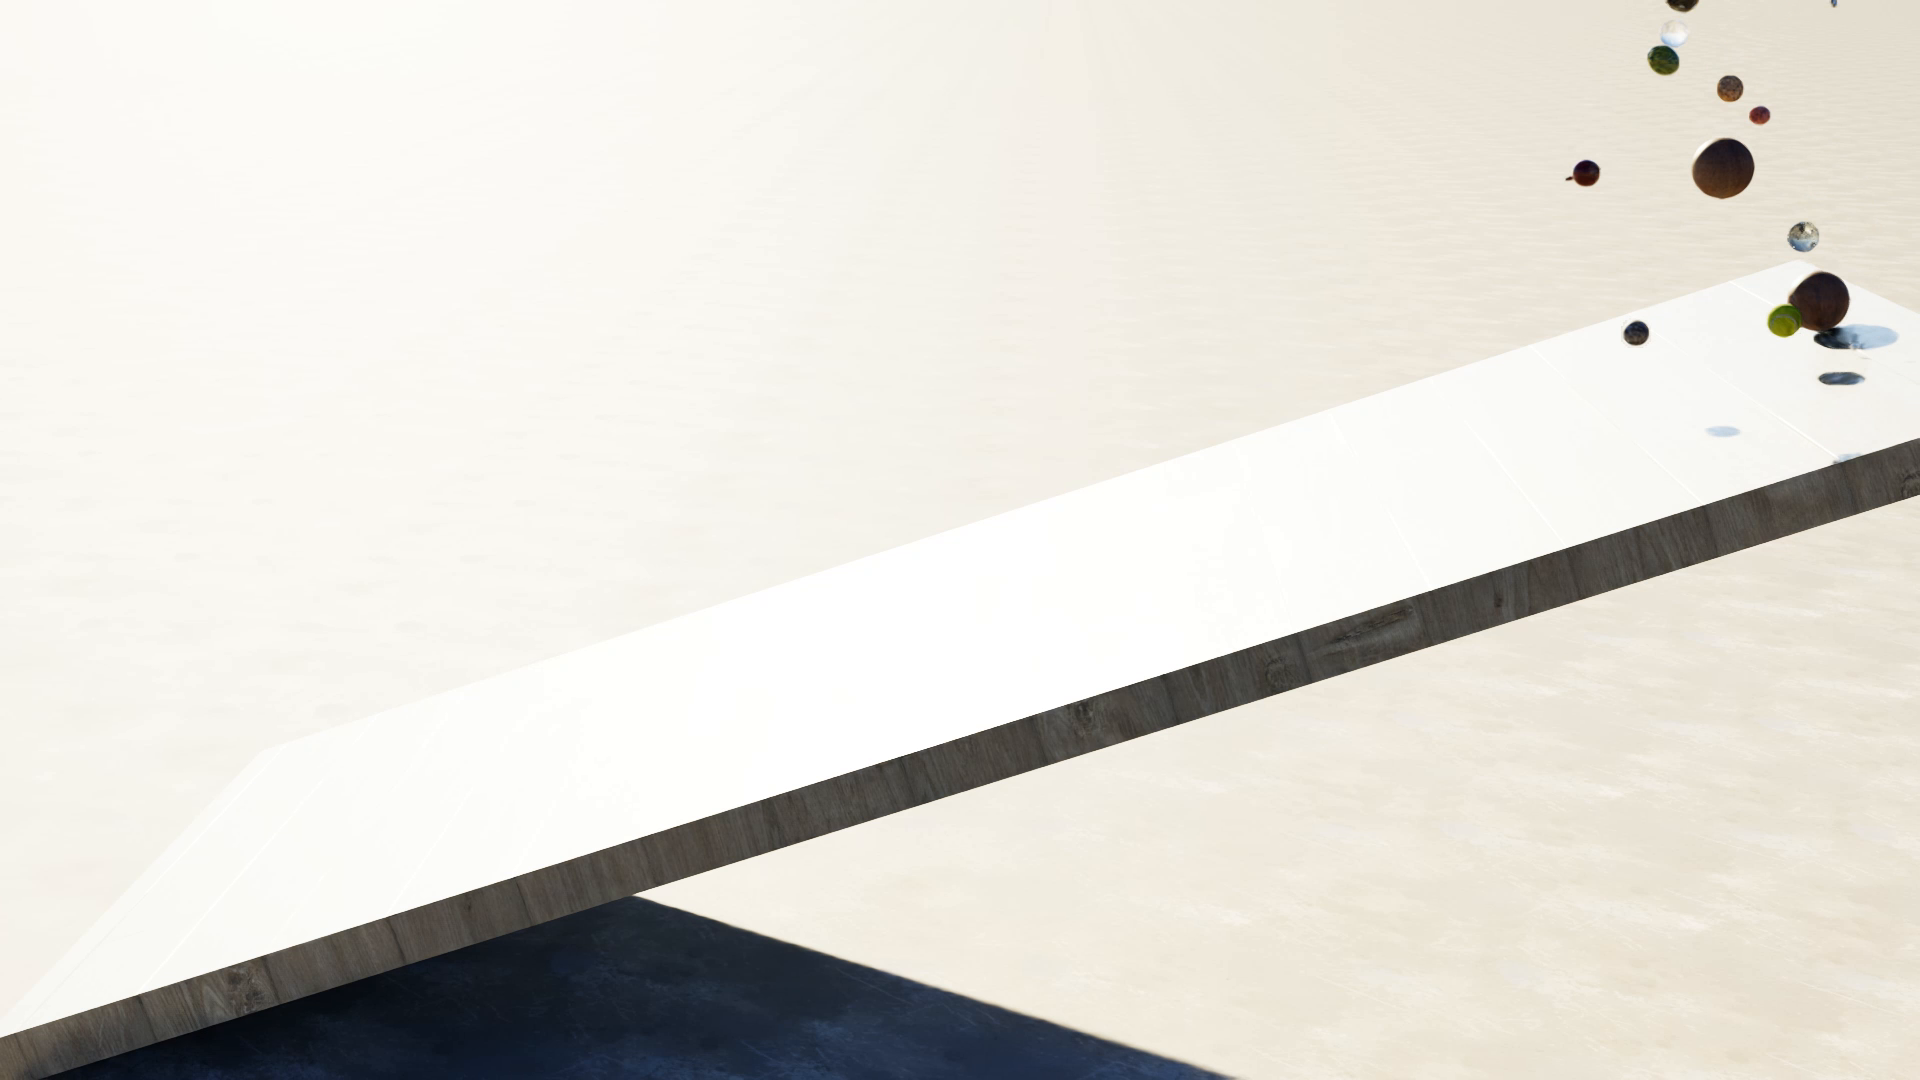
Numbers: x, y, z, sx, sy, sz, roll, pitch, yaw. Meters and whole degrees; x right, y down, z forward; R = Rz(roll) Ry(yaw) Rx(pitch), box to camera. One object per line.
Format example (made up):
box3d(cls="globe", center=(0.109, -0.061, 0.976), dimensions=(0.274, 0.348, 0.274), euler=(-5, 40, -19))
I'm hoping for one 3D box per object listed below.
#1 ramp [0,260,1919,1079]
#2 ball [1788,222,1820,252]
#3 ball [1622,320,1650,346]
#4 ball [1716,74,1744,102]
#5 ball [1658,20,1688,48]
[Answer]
box3d(cls="ramp", center=(0.104, 0.181, 6.307), dimensions=(4.000, 0.100, 2.000), euler=(-18, 11, 6))
box3d(cls="ball", center=(1.671, -0.600, 5.826), dimensions=(0.062, 0.062, 0.062), euler=(0, 12, 0))
box3d(cls="ball", center=(1.385, -0.424, 6.027), dimensions=(0.054, 0.054, 0.054), euler=(0, 12, 0))
box3d(cls="ball", center=(1.529, -0.896, 5.838), dimensions=(0.054, 0.054, 0.054), euler=(0, 12, 0))
box3d(cls="ball", center=(1.472, -1.044, 6.065), dimensions=(0.060, 0.060, 0.060), euler=(0, 12, 0))
